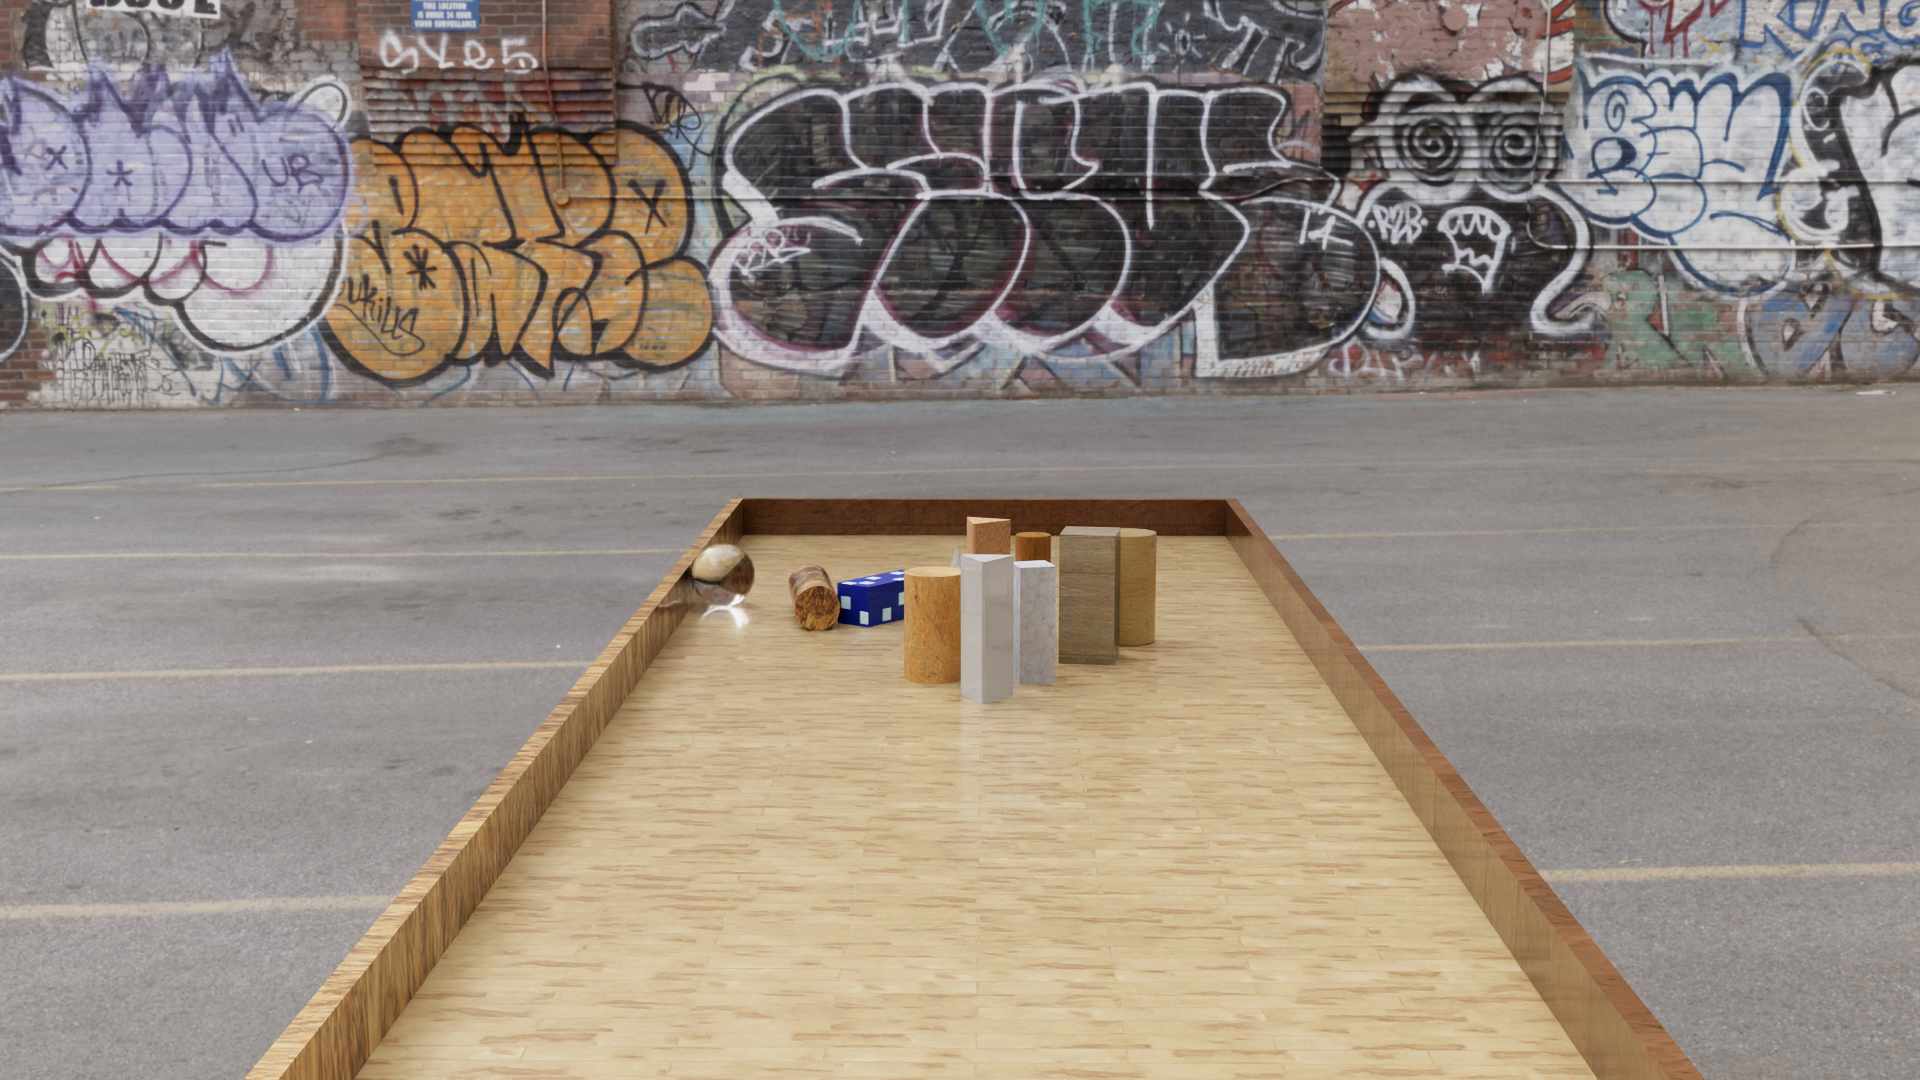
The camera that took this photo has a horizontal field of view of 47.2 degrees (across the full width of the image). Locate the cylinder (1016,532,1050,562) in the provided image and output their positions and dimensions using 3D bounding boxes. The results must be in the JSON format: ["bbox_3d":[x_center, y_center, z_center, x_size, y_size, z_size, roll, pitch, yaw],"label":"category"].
[{"bbox_3d":[0.231,0.152,6.956,0.112,0.342,0.112,0,9,0],"label":"cylinder"}]

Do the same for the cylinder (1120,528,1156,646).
[{"bbox_3d":[0.530,0.148,6.960,0.178,0.348,0.178,0,9,0],"label":"cylinder"}]

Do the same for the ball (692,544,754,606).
[{"bbox_3d":[-0.815,0.121,7.557,0.215,0.215,0.215,0,9,0],"label":"ball"}]

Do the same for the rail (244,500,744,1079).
[{"bbox_3d":[-1.004,0.839,3.234,0.050,0.150,12.000,0,9,1],"label":"rail"}]

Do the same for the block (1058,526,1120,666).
[{"bbox_3d":[0.395,0.168,6.691,0.168,0.395,0.168,2,9,9],"label":"block"}]

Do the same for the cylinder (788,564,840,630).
[{"bbox_3d":[-0.490,0.188,7.352,0.148,0.148,0.429,-1,9,-7],"label":"cylinder"}]

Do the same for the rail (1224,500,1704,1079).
[{"bbox_3d":[1.046,0.843,3.208,0.050,0.150,12.000,0,9,1],"label":"rail"}]

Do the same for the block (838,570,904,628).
[{"bbox_3d":[-0.250,0.194,7.359,0.134,0.134,0.329,7,11,38],"label":"block"}]

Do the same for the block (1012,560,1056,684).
[{"bbox_3d":[0.211,0.239,6.408,0.106,0.343,0.106,-2,9,-15],"label":"block"}]

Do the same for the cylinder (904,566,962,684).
[{"bbox_3d":[-0.074,0.247,6.443,0.180,0.315,0.180,0,9,0],"label":"cylinder"}]

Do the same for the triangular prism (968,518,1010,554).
[{"bbox_3d":[0.061,0.148,6.715,0.141,0.426,0.122,-7,11,-37],"label":"triangular prism"}]

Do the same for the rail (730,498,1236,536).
[{"bbox_3d":[0.099,-0.098,9.147,2.100,0.150,0.050,0,9,1],"label":"rail"}]

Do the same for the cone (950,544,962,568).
[{"bbox_3d":[-0.011,0.163,6.973,0.145,0.316,0.145,0,9,0],"label":"cone"}]

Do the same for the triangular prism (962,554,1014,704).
[{"bbox_3d":[0.056,0.244,6.186,0.126,0.402,0.146,6,11,35],"label":"triangular prism"}]
